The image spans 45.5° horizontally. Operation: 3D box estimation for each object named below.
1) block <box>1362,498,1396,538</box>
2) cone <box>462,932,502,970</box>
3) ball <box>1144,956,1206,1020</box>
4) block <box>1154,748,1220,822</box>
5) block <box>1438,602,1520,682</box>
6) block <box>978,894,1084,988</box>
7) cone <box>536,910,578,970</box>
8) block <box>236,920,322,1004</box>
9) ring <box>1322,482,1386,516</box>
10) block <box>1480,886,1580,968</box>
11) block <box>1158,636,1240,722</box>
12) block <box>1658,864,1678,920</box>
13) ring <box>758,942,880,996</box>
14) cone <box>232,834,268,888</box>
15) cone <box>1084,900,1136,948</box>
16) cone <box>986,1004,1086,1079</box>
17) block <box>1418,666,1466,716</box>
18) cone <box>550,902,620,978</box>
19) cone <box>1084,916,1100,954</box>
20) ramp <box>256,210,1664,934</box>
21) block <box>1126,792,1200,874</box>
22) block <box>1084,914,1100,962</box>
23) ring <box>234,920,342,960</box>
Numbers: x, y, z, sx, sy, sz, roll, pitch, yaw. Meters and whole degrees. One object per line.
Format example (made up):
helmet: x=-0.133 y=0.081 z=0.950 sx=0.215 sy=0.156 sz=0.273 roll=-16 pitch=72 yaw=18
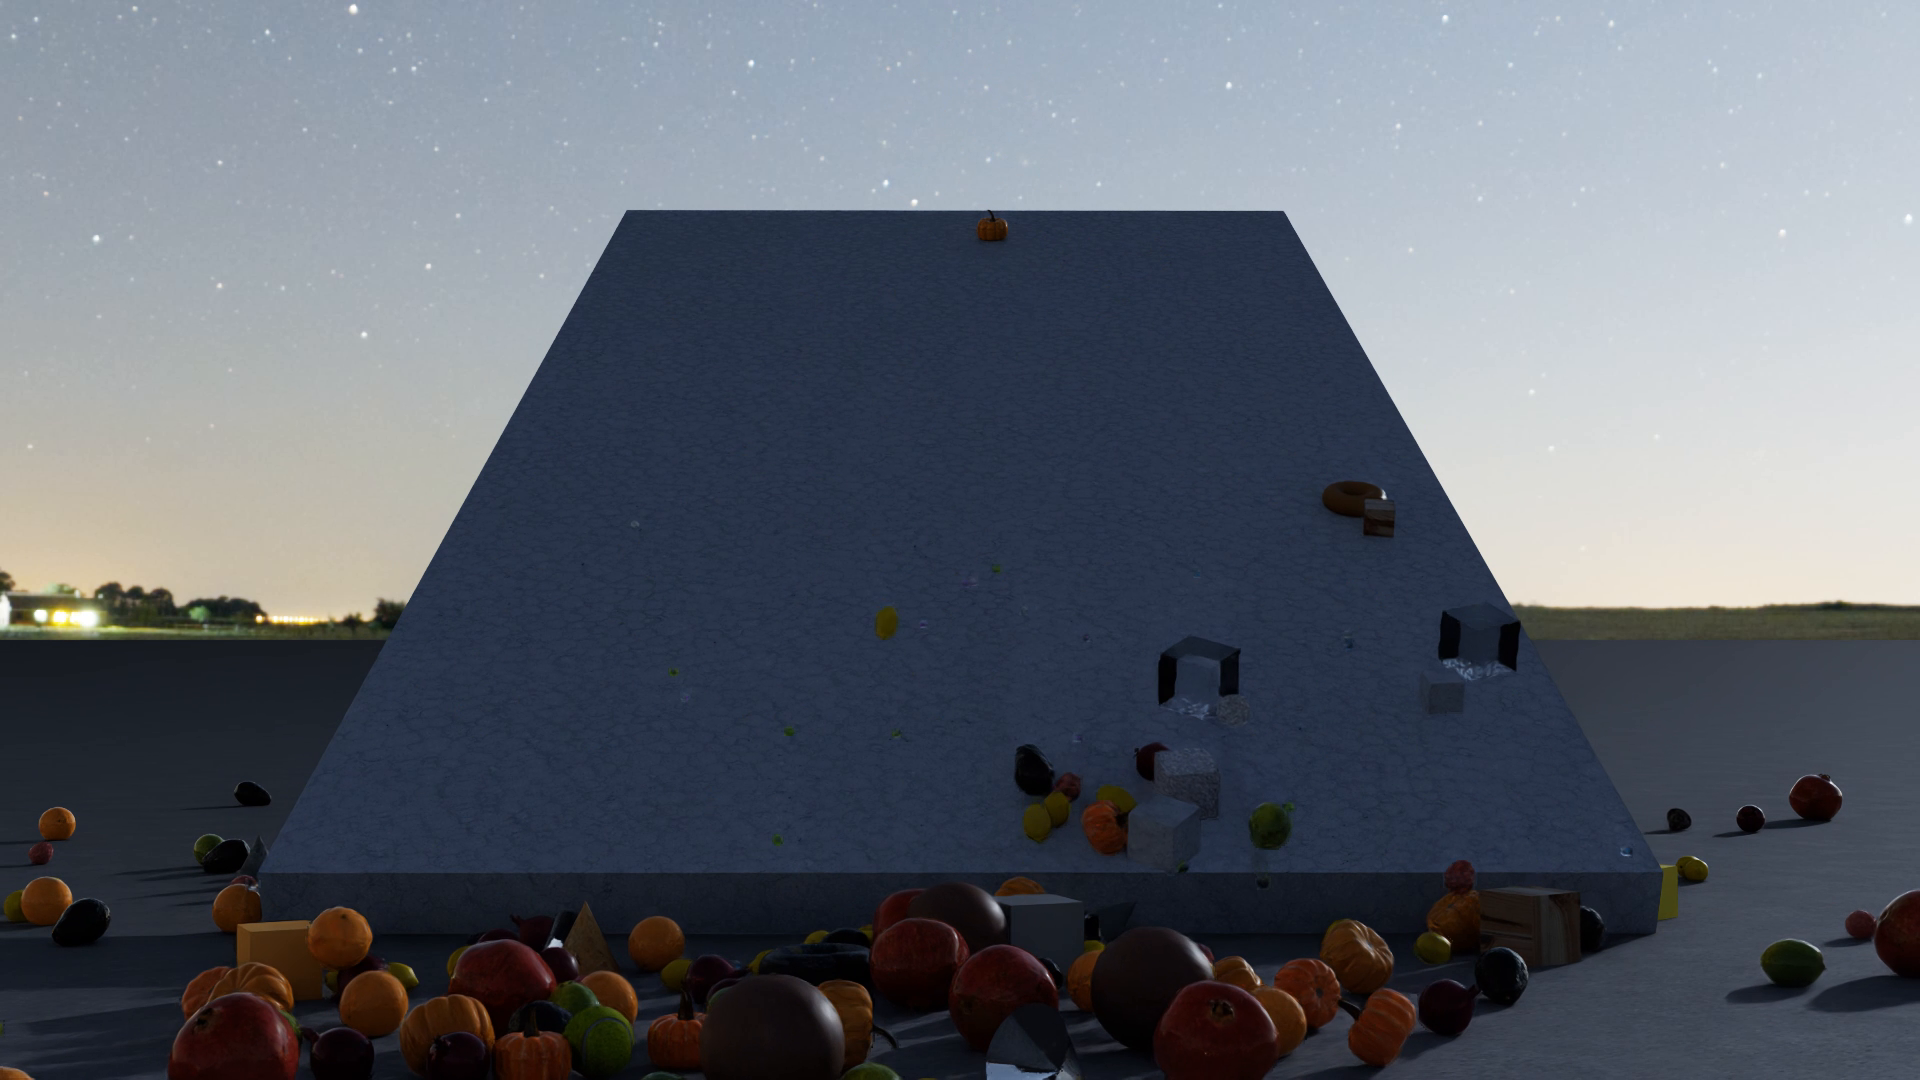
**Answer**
block: x=0.819 y=-0.042 z=4.481 sx=0.057 sy=0.057 sz=0.057 roll=3 pitch=22 yaw=7
cone: x=-0.616 y=0.541 z=2.975 sx=0.050 sy=0.050 sz=0.050 roll=0 pitch=-29 yaw=-1
ball: x=0.241 y=0.501 z=2.564 sx=0.070 sy=0.070 sz=0.070 roll=0 pitch=-2 yaw=0
block: x=0.338 y=0.366 z=3.419 sx=0.080 sy=0.080 sz=0.080 roll=-3 pitch=22 yaw=-9
block: x=0.882 y=0.172 z=3.893 sx=0.093 sy=0.093 sz=0.093 roll=-10 pitch=24 yaw=-23
block: x=0.089 y=0.498 z=2.855 sx=0.100 sy=0.100 sz=0.100 roll=1 pitch=-3 yaw=-23
cone: x=-0.522 y=0.534 z=2.960 sx=0.080 sy=0.080 sz=0.080 roll=-2 pitch=24 yaw=37
block: x=-0.810 y=0.501 z=2.725 sx=0.083 sy=0.083 sz=0.083 roll=1 pitch=-3 yaw=-28
ring: x=0.793 y=-0.083 z=4.603 sx=0.130 sy=0.043 sz=0.130 roll=1 pitch=21 yaw=0
block: x=0.752 y=0.509 z=3.024 sx=0.091 sy=0.091 sz=0.091 roll=2 pitch=-3 yaw=-33
block: x=0.391 y=0.226 z=3.753 sx=0.095 sy=0.095 sz=0.095 roll=15 pitch=26 yaw=33
block: x=1.038 y=0.535 z=3.490 sx=0.077 sy=0.077 sz=0.077 roll=2 pitch=-3 yaw=-45
ring: x=-0.171 y=0.521 z=2.782 sx=0.148 sy=0.049 sz=0.148 roll=-1 pitch=-2 yaw=0
cone: x=-1.199 y=0.547 z=3.917 sx=0.088 sy=0.088 sz=0.088 roll=0 pitch=-2 yaw=0
cone: x=0.216 y=0.512 z=3.126 sx=0.067 sy=0.067 sz=0.067 roll=-38 pitch=0 yaw=-4
cone: x=0.092 y=0.498 z=2.152 sx=0.096 sy=0.096 sz=0.096 roll=-2 pitch=-30 yaw=45
block: x=0.787 y=0.247 z=3.751 sx=0.058 sy=0.058 sz=0.058 roll=-3 pitch=22 yaw=-7
cone: x=-0.477 y=0.505 z=2.916 sx=0.091 sy=0.091 sz=0.091 roll=0 pitch=-2 yaw=0
cone: x=0.169 y=0.545 z=3.108 sx=0.057 sy=0.057 sz=0.057 roll=-1 pitch=-29 yaw=18
ramp: x=-0.006 y=-0.219 z=5.135 sx=2.000 sy=0.100 sz=4.000 roll=0 pitch=22 yaw=0
block: x=0.292 y=0.421 z=3.288 sx=0.075 sy=0.075 sz=0.075 roll=14 pitch=26 yaw=32
block: x=0.147 y=0.527 z=3.036 sx=0.056 sy=0.056 sz=0.056 roll=-1 pitch=-3 yaw=29
ring: x=-0.889 y=0.532 z=3.033 sx=0.139 sy=0.046 sz=0.139 roll=0 pitch=-1 yaw=0
